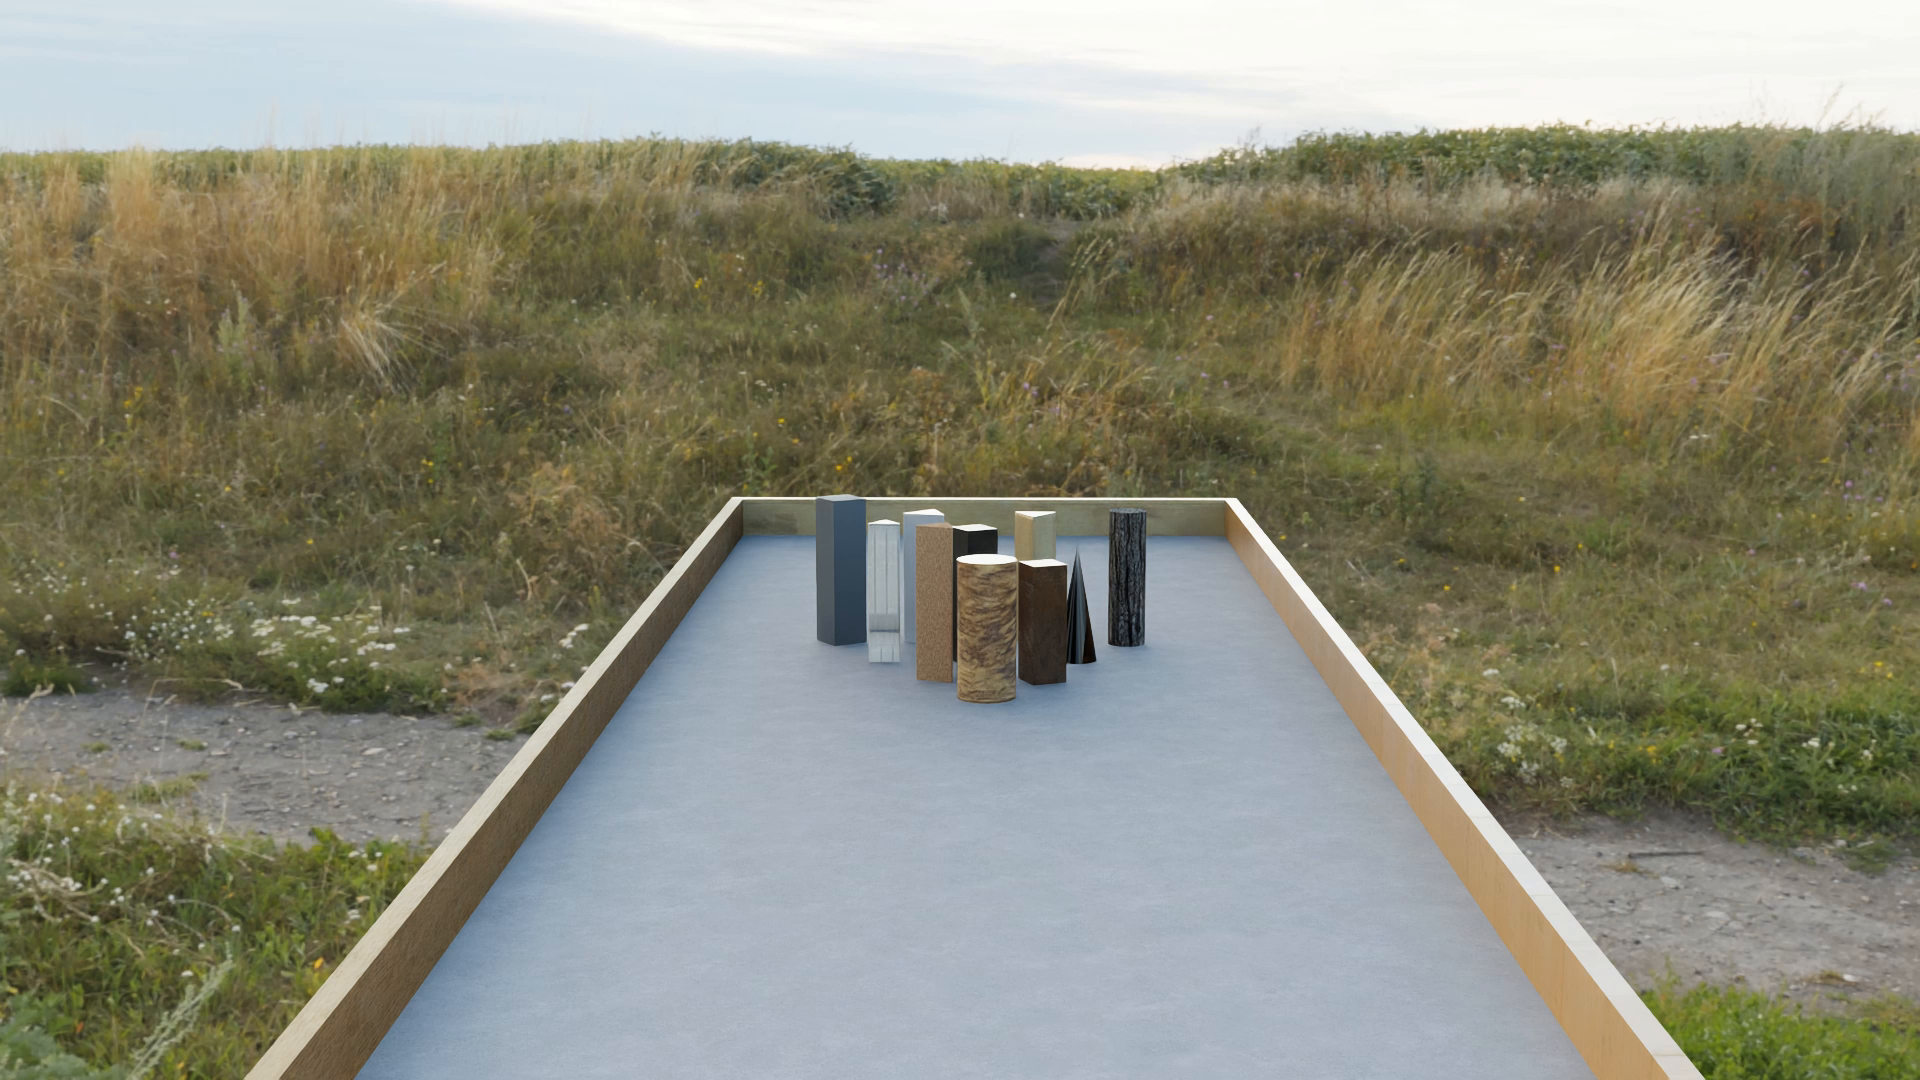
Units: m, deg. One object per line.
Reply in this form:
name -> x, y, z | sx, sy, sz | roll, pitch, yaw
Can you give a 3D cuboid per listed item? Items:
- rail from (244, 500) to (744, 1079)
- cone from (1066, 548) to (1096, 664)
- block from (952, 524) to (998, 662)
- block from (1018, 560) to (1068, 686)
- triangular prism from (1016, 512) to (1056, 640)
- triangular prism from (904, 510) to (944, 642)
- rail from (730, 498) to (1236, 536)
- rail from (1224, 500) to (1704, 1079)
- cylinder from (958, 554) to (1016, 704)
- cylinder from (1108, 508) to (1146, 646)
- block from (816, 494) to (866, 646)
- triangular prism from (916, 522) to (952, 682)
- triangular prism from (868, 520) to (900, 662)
rail -> -1.004, 0.839, 3.234 | 0.050, 0.150, 12.000 | 0, 9, 1
cone -> 0.355, 0.189, 6.677 | 0.123, 0.358, 0.123 | 0, 9, 0
block -> 0.043, 0.166, 6.650 | 0.103, 0.411, 0.103 | -5, 10, -29
block -> 0.240, 0.238, 6.397 | 0.106, 0.347, 0.106 | -4, 10, -22
triangular prism -> 0.220, 0.119, 6.936 | 0.110, 0.414, 0.127 | 6, 11, 34
triangular prism -> -0.099, 0.114, 6.977 | 0.132, 0.412, 0.114 | 3, 9, 16
rail -> 0.099, -0.098, 9.147 | 2.100, 0.150, 0.050 | 0, 9, 1
rail -> 1.046, 0.843, 3.208 | 0.050, 0.150, 12.000 | 0, 9, 1
cylinder -> 0.075, 0.249, 6.182 | 0.167, 0.394, 0.167 | 0, 9, 0
cylinder -> 0.526, 0.117, 6.919 | 0.116, 0.424, 0.116 | 0, 9, 0
block -> -0.375, 0.094, 6.947 | 0.116, 0.460, 0.116 | -6, 11, -32
triangular prism -> -0.056, 0.180, 6.421 | 0.114, 0.455, 0.099 | 4, 10, 23
triangular prism -> -0.228, 0.154, 6.683 | 0.093, 0.424, 0.081 | 0, 9, 2
